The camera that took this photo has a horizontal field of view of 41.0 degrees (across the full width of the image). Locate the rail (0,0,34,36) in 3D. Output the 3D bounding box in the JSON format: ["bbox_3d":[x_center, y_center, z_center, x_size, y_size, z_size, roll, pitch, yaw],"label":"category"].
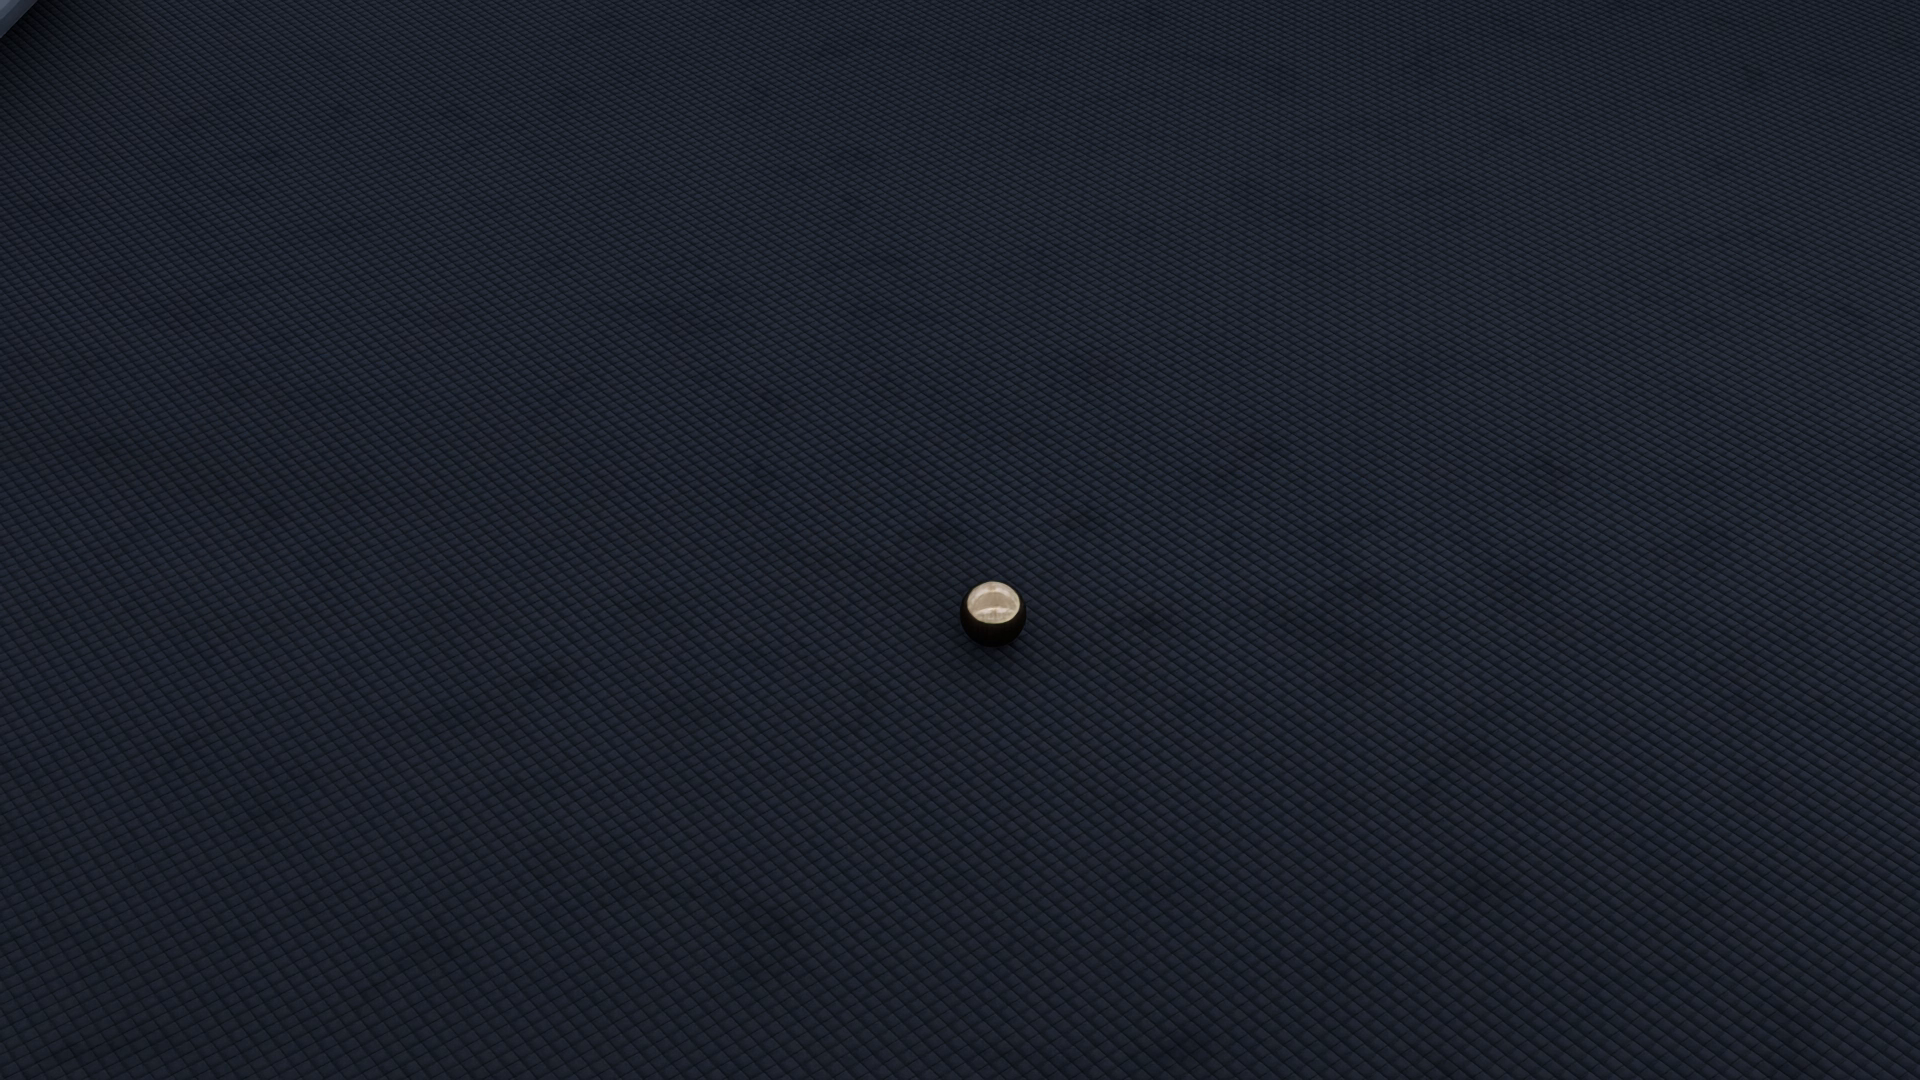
[{"bbox_3d":[-0.963,-0.089,1.786,0.045,0.112,2.379,4,36,5],"label":"rail"}]

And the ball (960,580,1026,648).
[{"bbox_3d":[0.021,0.047,1.657,0.044,0.044,0.044,0,36,0],"label":"ball"}]
